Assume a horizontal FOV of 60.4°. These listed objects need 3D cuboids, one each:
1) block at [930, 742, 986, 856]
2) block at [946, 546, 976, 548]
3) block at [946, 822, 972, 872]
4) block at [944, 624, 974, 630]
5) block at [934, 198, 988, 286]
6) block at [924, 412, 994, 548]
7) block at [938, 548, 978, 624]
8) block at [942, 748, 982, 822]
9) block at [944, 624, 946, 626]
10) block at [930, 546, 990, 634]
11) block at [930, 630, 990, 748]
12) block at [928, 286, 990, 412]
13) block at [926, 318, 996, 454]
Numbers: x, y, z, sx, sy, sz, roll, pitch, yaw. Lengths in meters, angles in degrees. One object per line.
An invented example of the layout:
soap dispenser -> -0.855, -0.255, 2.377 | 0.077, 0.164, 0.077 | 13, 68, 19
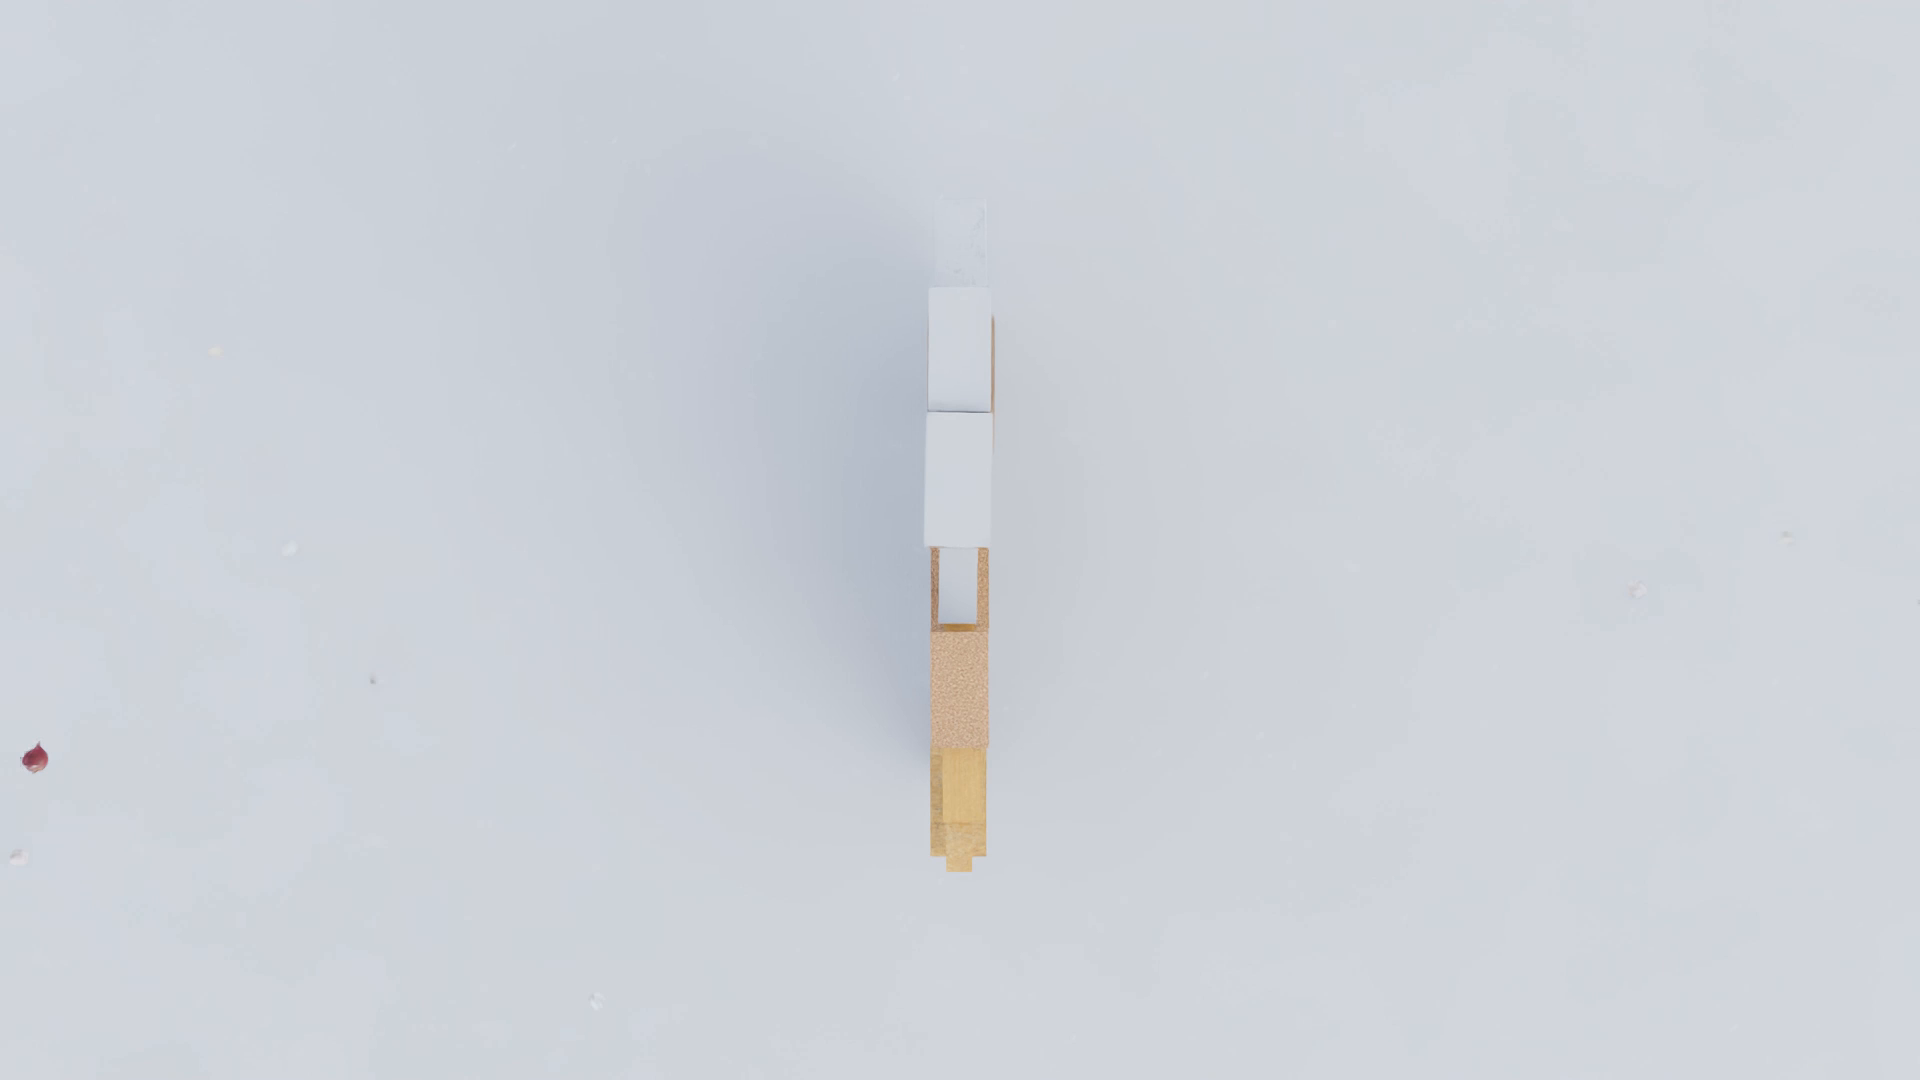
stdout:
block -> -0.004, 0.678, 4.314 | 0.147, 0.042, 0.293 | 0, 90, 0
block -> 0.004, 0.001, 4.421 | 0.079, 0.022, 0.158 | 0, 90, 1
block -> -0.002, 0.769, 4.152 | 0.066, 0.019, 0.132 | 0, 90, 0
block -> 0.000, 0.166, 4.473 | 0.080, 0.023, 0.160 | 0, 90, 0
block -> 0.003, -0.718, 4.110 | 0.128, 0.036, 0.256 | -1, 90, 0
block -> -0.004, -0.136, 3.734 | 0.151, 0.043, 0.302 | 1, 90, 0
block -> -0.005, 0.116, 4.202 | 0.097, 0.027, 0.194 | 1, 90, 1
block -> 0.005, 0.603, 4.090 | 0.095, 0.027, 0.190 | 0, 90, 0
block -> -0.005, 0.231, 4.657 | 0.085, 0.024, 0.169 | 1, 90, 0
block -> 0.000, 0.102, 4.863 | 0.171, 0.049, 0.343 | 0, 90, 0
block -> -0.001, 0.363, 4.012 | 0.141, 0.040, 0.282 | 0, 91, 0
block -> -0.001, -0.432, 3.756 | 0.141, 0.040, 0.283 | 0, 90, 0
block -> 0.003, -0.412, 4.398 | 0.180, 0.051, 0.359 | 0, 90, 0
